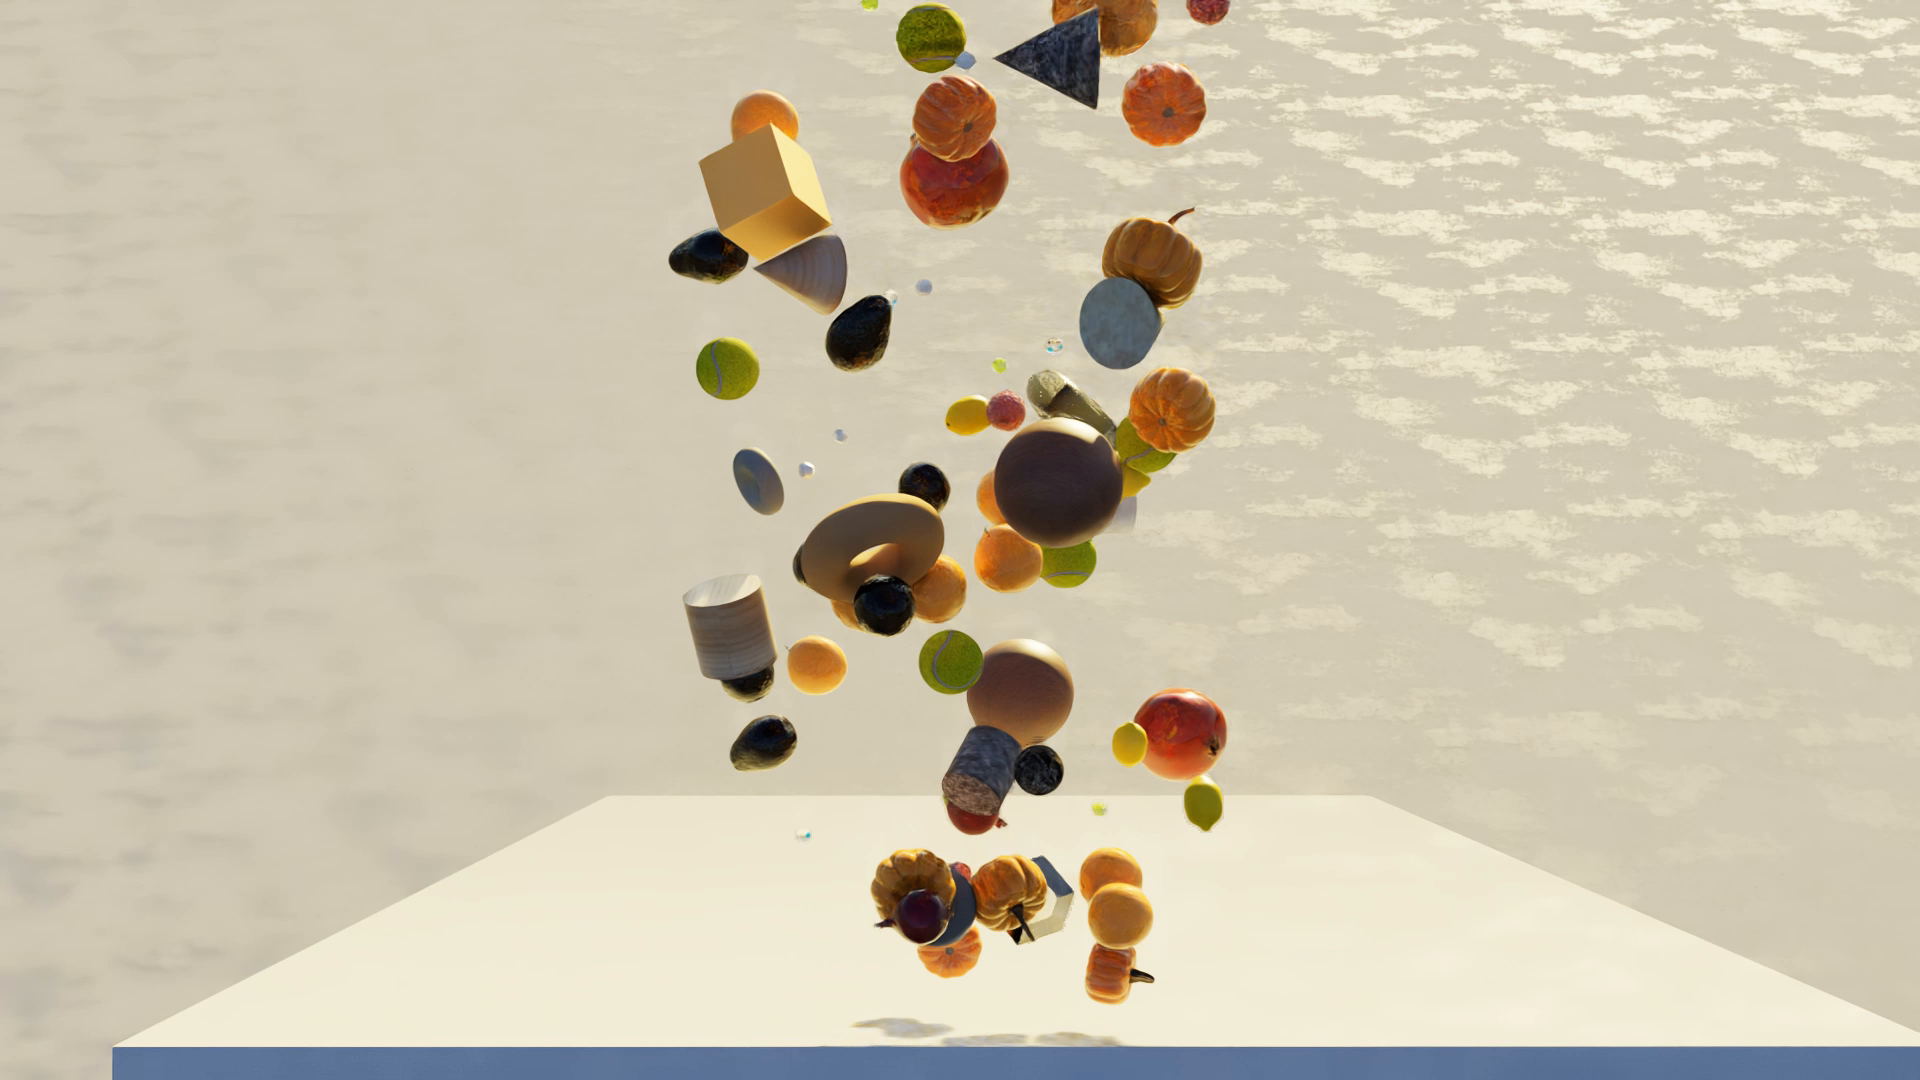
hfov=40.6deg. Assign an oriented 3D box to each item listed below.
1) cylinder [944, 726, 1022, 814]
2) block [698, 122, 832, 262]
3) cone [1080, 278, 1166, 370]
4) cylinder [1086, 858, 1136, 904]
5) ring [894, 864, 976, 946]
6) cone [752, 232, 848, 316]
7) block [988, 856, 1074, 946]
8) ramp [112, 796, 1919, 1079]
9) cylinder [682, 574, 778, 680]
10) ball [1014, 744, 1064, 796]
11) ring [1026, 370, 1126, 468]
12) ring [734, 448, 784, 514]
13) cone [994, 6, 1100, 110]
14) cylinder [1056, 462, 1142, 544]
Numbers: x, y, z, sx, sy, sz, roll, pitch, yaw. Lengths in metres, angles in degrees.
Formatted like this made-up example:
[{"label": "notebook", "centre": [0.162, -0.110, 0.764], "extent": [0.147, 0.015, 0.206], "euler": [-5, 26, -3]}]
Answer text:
[{"label": "cylinder", "centre": [0.026, 0.252, 2.833], "extent": [0.070, 0.070, 0.070], "euler": [10, 60, 14]}, {"label": "block", "centre": [-0.198, -0.354, 2.650], "extent": [0.087, 0.087, 0.087], "euler": [-25, 67, 17]}, {"label": "cone", "centre": [0.164, -0.196, 2.338], "extent": [0.082, 0.082, 0.082], "euler": [25, 20, 32]}, {"label": "cylinder", "centre": [0.177, 0.399, 3.043], "extent": [0.053, 0.053, 0.053], "euler": [-2, -6, -3]}, {"label": "ring", "centre": [-0.028, 0.401, 2.856], "extent": [0.094, 0.094, 0.031], "euler": [9, 9, 13]}, {"label": "cone", "centre": [-0.174, -0.275, 2.648], "extent": [0.087, 0.087, 0.087], "euler": [0, 30, -32]}, {"label": "block", "centre": [0.082, 0.417, 3.005], "extent": [0.064, 0.064, 0.064], "euler": [-14, 45, -33]}, {"label": "ramp", "centre": [0.077, 0.662, 4.825], "extent": [2.000, 0.100, 4.000], "euler": [0, -2, 0]}, {"label": "cylinder", "centre": [-0.242, 0.092, 2.749], "extent": [0.085, 0.085, 0.085], "euler": [-10, 20, 4]}, {"label": "ball", "centre": [0.082, 0.238, 2.691], "extent": [0.052, 0.052, 0.052], "euler": [0, 35, 0]}, {"label": "ring", "centre": [0.132, -0.138, 2.955], "extent": [0.046, 0.139, 0.139], "euler": [-45, 46, -3]}, {"label": "ring", "centre": [-0.220, -0.065, 2.842], "extent": [0.027, 0.080, 0.080], "euler": [-28, 43, -26]}, {"label": "cone", "centre": [0.071, -0.405, 2.183], "extent": [0.087, 0.087, 0.087], "euler": [0, 35, -1]}, {"label": "cylinder", "centre": [0.160, -0.045, 2.988], "extent": [0.074, 0.074, 0.074], "euler": [-25, 39, -5]}]
